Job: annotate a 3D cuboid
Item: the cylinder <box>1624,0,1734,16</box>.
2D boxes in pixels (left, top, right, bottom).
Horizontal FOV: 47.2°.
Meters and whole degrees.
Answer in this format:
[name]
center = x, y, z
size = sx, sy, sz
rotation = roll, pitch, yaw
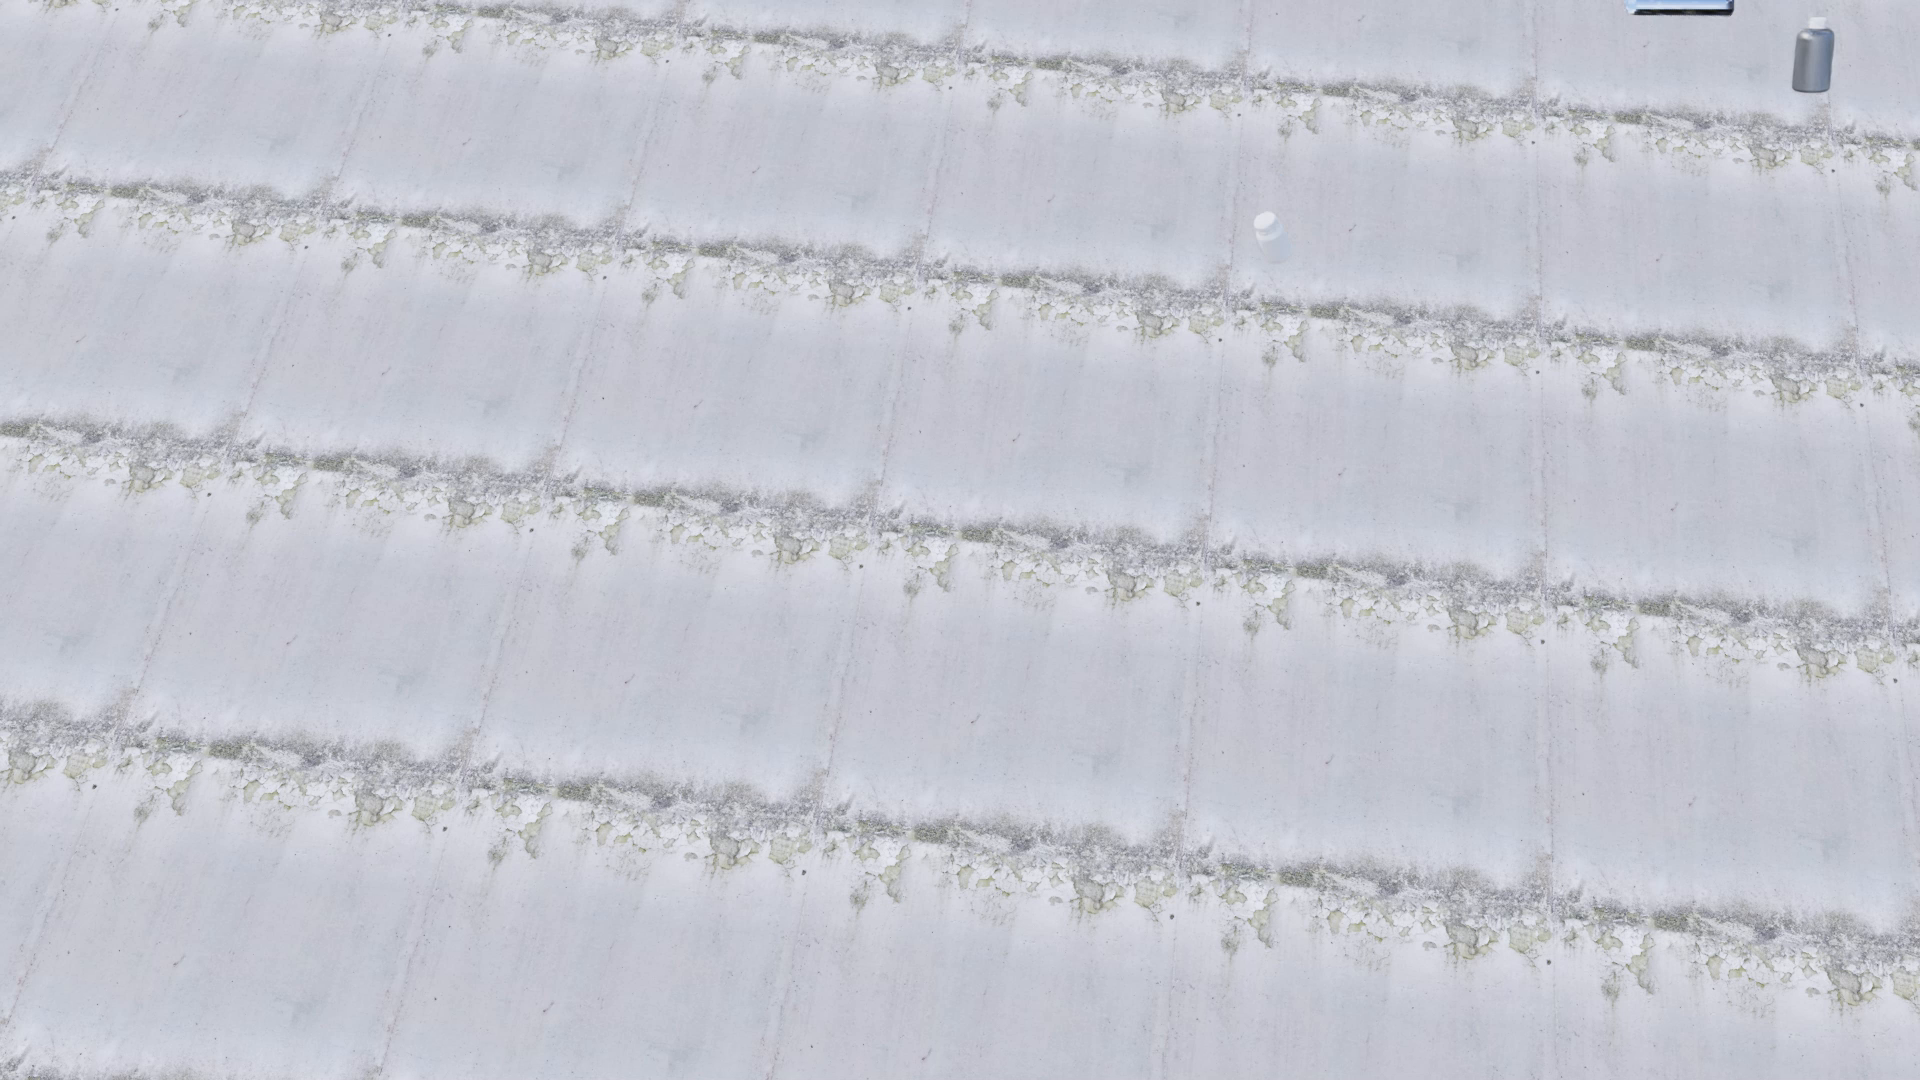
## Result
[cylinder]
center = 1.270, -1.015, 3.897
size = 0.176, 0.072, 0.192
rotation = 0, 73, -3
